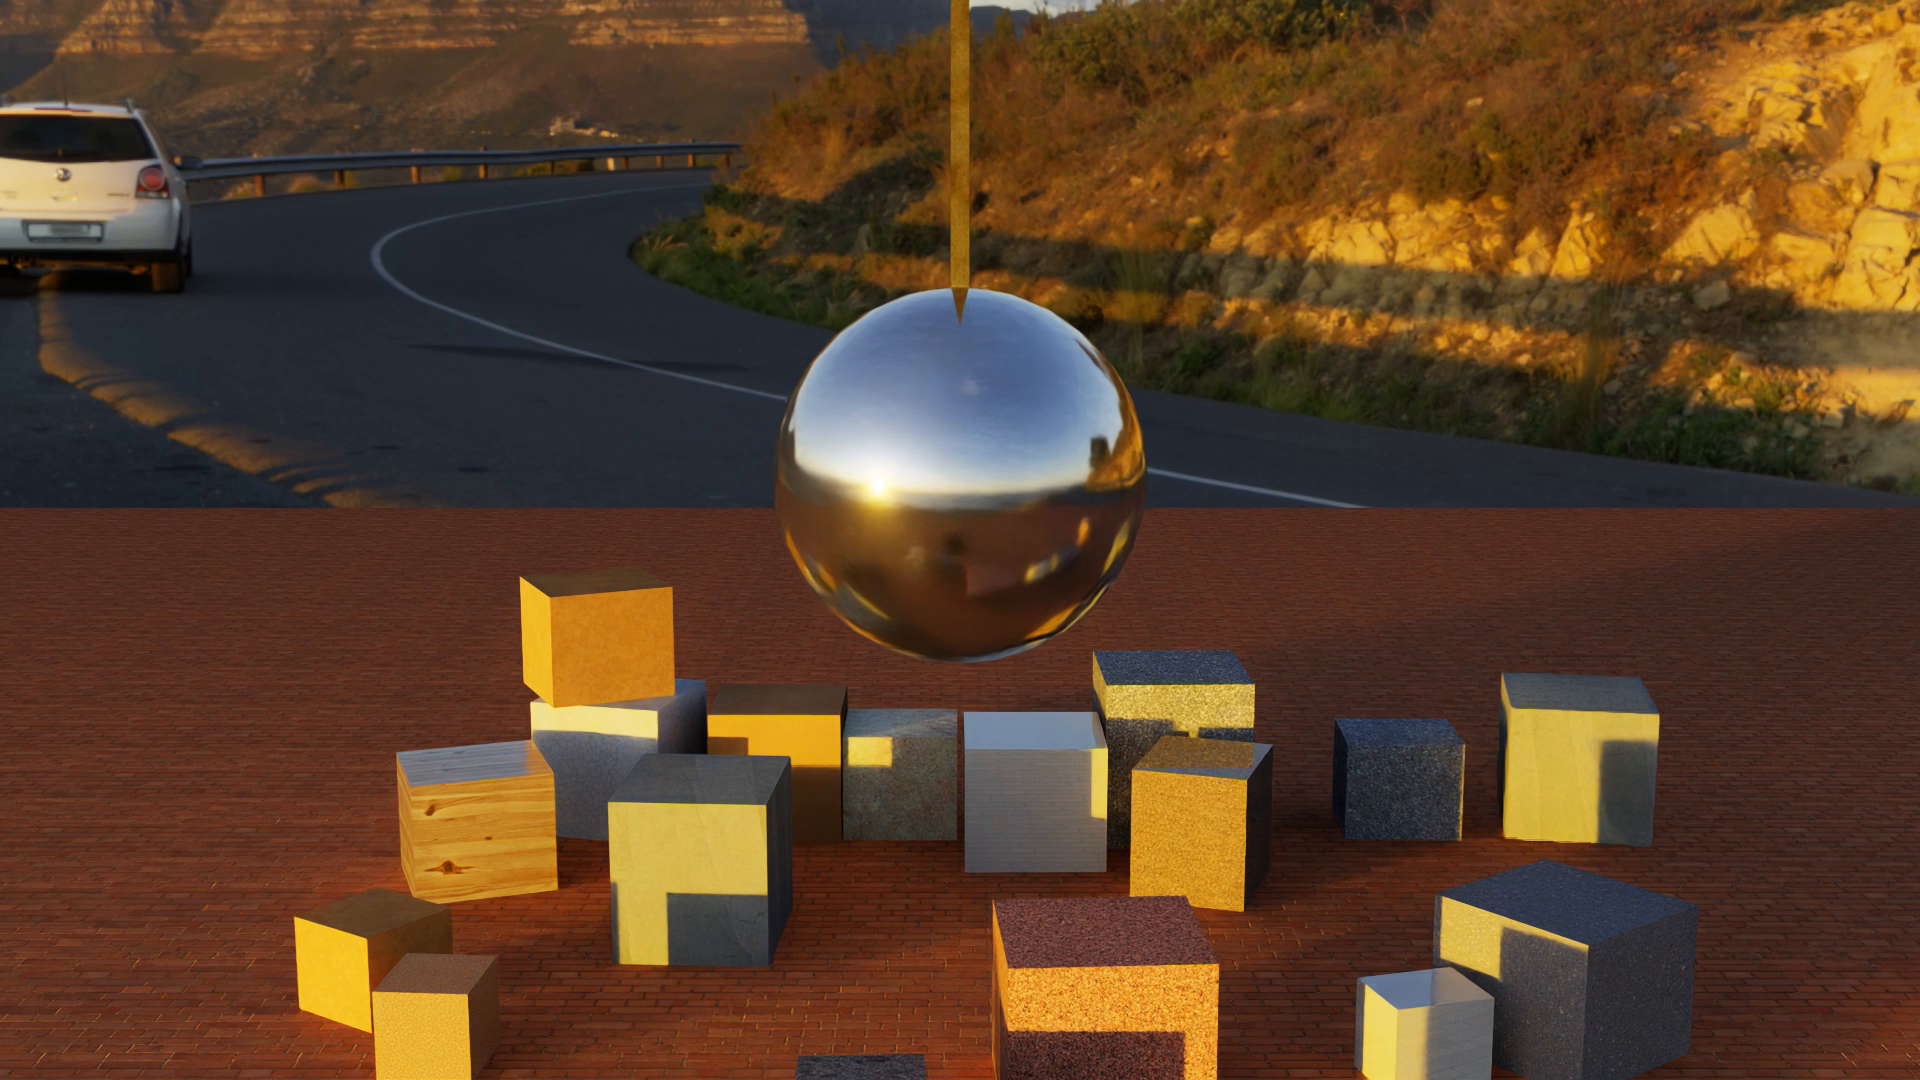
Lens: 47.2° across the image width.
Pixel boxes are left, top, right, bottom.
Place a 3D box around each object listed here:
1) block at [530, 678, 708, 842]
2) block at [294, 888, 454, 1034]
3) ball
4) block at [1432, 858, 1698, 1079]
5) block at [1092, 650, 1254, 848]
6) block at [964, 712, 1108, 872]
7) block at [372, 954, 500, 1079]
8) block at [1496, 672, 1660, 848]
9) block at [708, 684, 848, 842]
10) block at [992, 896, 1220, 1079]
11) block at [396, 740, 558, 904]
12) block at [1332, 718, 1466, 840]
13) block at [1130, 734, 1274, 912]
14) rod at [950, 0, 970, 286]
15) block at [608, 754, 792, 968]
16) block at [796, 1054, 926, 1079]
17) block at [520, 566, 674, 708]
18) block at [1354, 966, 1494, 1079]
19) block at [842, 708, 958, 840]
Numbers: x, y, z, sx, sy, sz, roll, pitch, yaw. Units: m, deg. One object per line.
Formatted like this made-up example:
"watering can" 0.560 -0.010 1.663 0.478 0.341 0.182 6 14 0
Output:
"block" -1.757 1.125 11.427 0.689 0.698 0.660 3 11 15
"block" -2.399 1.716 9.025 0.441 0.395 0.439 7 13 34
"ball" 0.000 -0.275 9.377 1.600 1.600 1.600 0 10 0
"block" 2.350 1.691 8.583 0.692 0.603 0.714 -8 13 -37
"block" 1.084 1.066 11.347 0.738 0.843 0.756 0 10 -2
"block" 0.365 1.247 10.970 0.687 0.621 0.692 0 10 0
"block" -2.010 1.837 8.470 0.365 0.355 0.401 1 10 4
"block" 3.196 1.128 11.438 0.718 0.688 0.772 2 10 10
"block" -0.931 1.148 11.397 0.664 0.664 0.631 0 10 0
"block" 0.519 1.751 8.130 0.744 0.646 0.717 -1 10 -3
"block" -2.323 1.345 10.558 0.656 0.575 0.622 -4 11 -20
"block" 2.261 1.233 11.384 0.588 0.501 0.514 0 10 2
"block" 1.154 1.335 10.459 0.540 0.631 0.635 3 11 18
"rod" 0.000 -3.654 9.756 0.080 5.200 0.080 0 -6 0
"block" -1.138 1.410 9.788 0.678 0.724 0.762 1 10 3
"block" -0.327 2.014 7.300 0.433 0.425 0.511 0 10 -3
"block" -1.877 0.493 11.367 0.635 0.567 0.594 -5 11 -25
"block" 1.753 1.863 8.320 0.401 0.357 0.328 -3 11 -16
"block" -0.304 1.209 11.410 0.578 0.538 0.568 0 10 0
